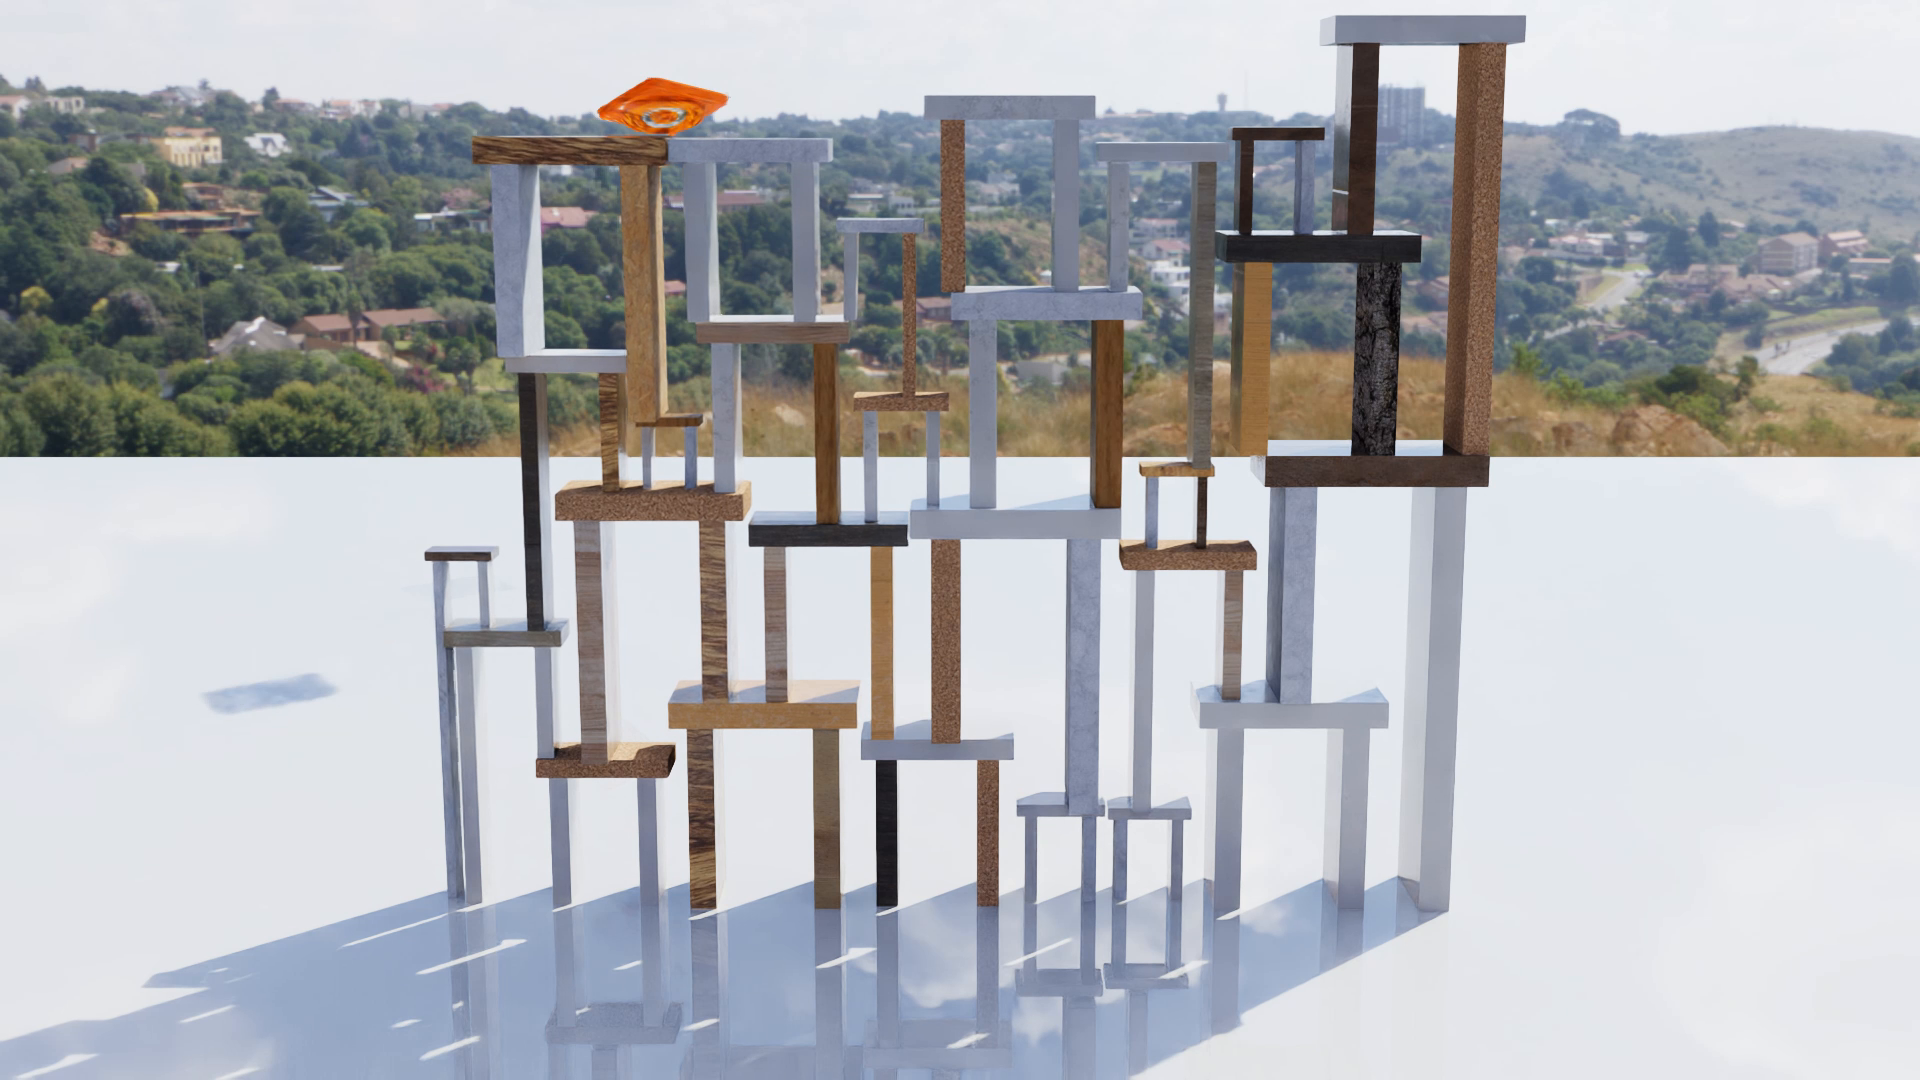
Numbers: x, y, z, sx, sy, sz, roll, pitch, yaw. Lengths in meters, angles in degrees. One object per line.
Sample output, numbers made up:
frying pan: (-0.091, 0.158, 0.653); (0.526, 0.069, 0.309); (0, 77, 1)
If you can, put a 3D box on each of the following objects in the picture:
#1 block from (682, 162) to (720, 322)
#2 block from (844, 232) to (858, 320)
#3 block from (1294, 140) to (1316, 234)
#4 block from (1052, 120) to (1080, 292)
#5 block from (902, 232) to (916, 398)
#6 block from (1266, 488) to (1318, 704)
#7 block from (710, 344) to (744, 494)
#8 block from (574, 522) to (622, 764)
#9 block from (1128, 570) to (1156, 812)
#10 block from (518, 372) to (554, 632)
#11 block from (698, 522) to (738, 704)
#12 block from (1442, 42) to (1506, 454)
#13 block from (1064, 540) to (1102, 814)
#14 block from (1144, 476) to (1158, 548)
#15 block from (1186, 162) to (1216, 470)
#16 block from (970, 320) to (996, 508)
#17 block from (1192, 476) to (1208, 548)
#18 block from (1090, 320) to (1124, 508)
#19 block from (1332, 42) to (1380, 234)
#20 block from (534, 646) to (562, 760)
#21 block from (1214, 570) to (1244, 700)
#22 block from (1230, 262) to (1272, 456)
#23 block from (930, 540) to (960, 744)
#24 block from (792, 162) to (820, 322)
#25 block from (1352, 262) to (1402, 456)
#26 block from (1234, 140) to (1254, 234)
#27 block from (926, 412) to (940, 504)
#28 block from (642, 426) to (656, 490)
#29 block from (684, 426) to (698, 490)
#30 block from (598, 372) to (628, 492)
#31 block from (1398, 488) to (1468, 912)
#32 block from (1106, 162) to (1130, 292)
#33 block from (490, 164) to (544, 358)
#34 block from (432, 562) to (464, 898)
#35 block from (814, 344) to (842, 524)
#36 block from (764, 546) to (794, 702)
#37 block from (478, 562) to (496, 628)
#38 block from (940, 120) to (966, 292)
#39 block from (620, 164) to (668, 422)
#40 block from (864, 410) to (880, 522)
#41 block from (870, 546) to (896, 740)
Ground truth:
block: (-0.407, -0.472, 3.465); (0.035, 0.246, 0.123); (0, 11, 2)
block: (-0.172, -0.419, 3.479); (0.019, 0.137, 0.068); (1, 10, 0)
block: (0.541, -0.555, 3.457); (0.020, 0.143, 0.072); (0, 11, 0)
block: (0.165, -0.527, 3.463); (0.037, 0.264, 0.132); (0, 11, 0)
block: (-0.080, -0.359, 3.493); (0.019, 0.258, 0.068); (0, 11, 0)
block: (0.538, 0.074, 3.578); (0.050, 0.353, 0.176); (0, 11, 0)
block: (-0.372, -0.202, 3.521); (0.034, 0.238, 0.119); (0, 11, 0)
block: (-0.590, 0.153, 3.587); (0.042, 0.399, 0.149); (0, 11, 0)
block: (0.296, 0.237, 3.603); (0.030, 0.403, 0.107); (0, 11, 0)
block: (-0.682, -0.067, 3.541); (0.027, 0.417, 0.095); (0, 10, 0)
block: (-0.391, 0.103, 3.576); (0.042, 0.297, 0.149); (0, 11, 1)
block: (0.812, -0.459, 3.474); (0.041, 0.633, 0.145); (0, 11, 0)
block: (0.200, 0.205, 3.593); (0.047, 0.451, 0.167); (0, 11, 0)
block: (0.309, -0.049, 3.551); (0.017, 0.117, 0.059); (0, 11, 0)
block: (0.383, -0.358, 3.490); (0.028, 0.480, 0.100); (0, 11, 0)
block: (0.036, -0.210, 3.522); (0.042, 0.297, 0.149); (0, 11, 0)
block: (0.388, -0.048, 3.551); (0.017, 0.117, 0.059); (0, 11, 0)
block: (0.234, -0.210, 3.522); (0.042, 0.297, 0.149); (0, 11, 0)
block: (0.618, -0.627, 3.442); (0.041, 0.290, 0.145); (0, 11, 0)
block: (-0.676, 0.255, 3.609); (0.027, 0.188, 0.094); (0, 11, -3)
block: (0.439, 0.144, 3.586); (0.030, 0.213, 0.107); (0, 11, 0)
block: (0.462, -0.295, 3.501); (0.043, 0.301, 0.150); (0, 11, 0)
block: (-0.022, 0.148, 3.584); (0.047, 0.334, 0.167); (0, 11, 0)
block: (-0.242, -0.472, 3.465); (0.035, 0.246, 0.123); (0, 11, 0)
block: (0.662, -0.295, 3.501); (0.043, 0.301, 0.150); (0, 11, 0)
block: (0.446, -0.555, 3.457); (0.020, 0.143, 0.072); (0, 11, 0)
block: (-0.043, -0.137, 3.531); (0.021, 0.150, 0.075); (0, 11, 0)
block: (-0.501, -0.136, 3.538); (0.014, 0.102, 0.051); (0, 11, 0)
block: (-0.432, -0.136, 3.537); (0.014, 0.102, 0.051); (1, 10, 1)
block: (-0.555, -0.179, 3.525); (0.027, 0.191, 0.095); (0, 11, 0)
block: (0.773, 0.245, 3.610); (0.050, 0.700, 0.176); (0, 11, 0)
block: (0.248, -0.495, 3.464); (0.028, 0.201, 0.100); (0, 11, 0)
block: (-0.697, -0.445, 3.471); (0.042, 0.296, 0.148); (1, 11, 2)
block: (-0.842, 0.309, 3.622); (0.015, 0.569, 0.054); (0, 11, 0)
block: (-0.212, -0.178, 3.526); (0.034, 0.287, 0.119); (0, 11, 0)
block: (-0.295, 0.124, 3.580); (0.036, 0.254, 0.127); (0, 11, 0)
block: (-0.769, 0.083, 3.575); (0.015, 0.109, 0.054); (-1, 10, -2)
block: (-0.011, -0.527, 3.465); (0.037, 0.264, 0.132); (0, 11, 0)
block: (-0.499, -0.394, 3.481); (0.042, 0.398, 0.148); (0, 11, 0)
block: (-0.143, -0.124, 3.534); (0.021, 0.178, 0.075); (0, 11, 0)
block: (-0.125, 0.155, 3.587); (0.036, 0.318, 0.127); (0, 11, 0)
